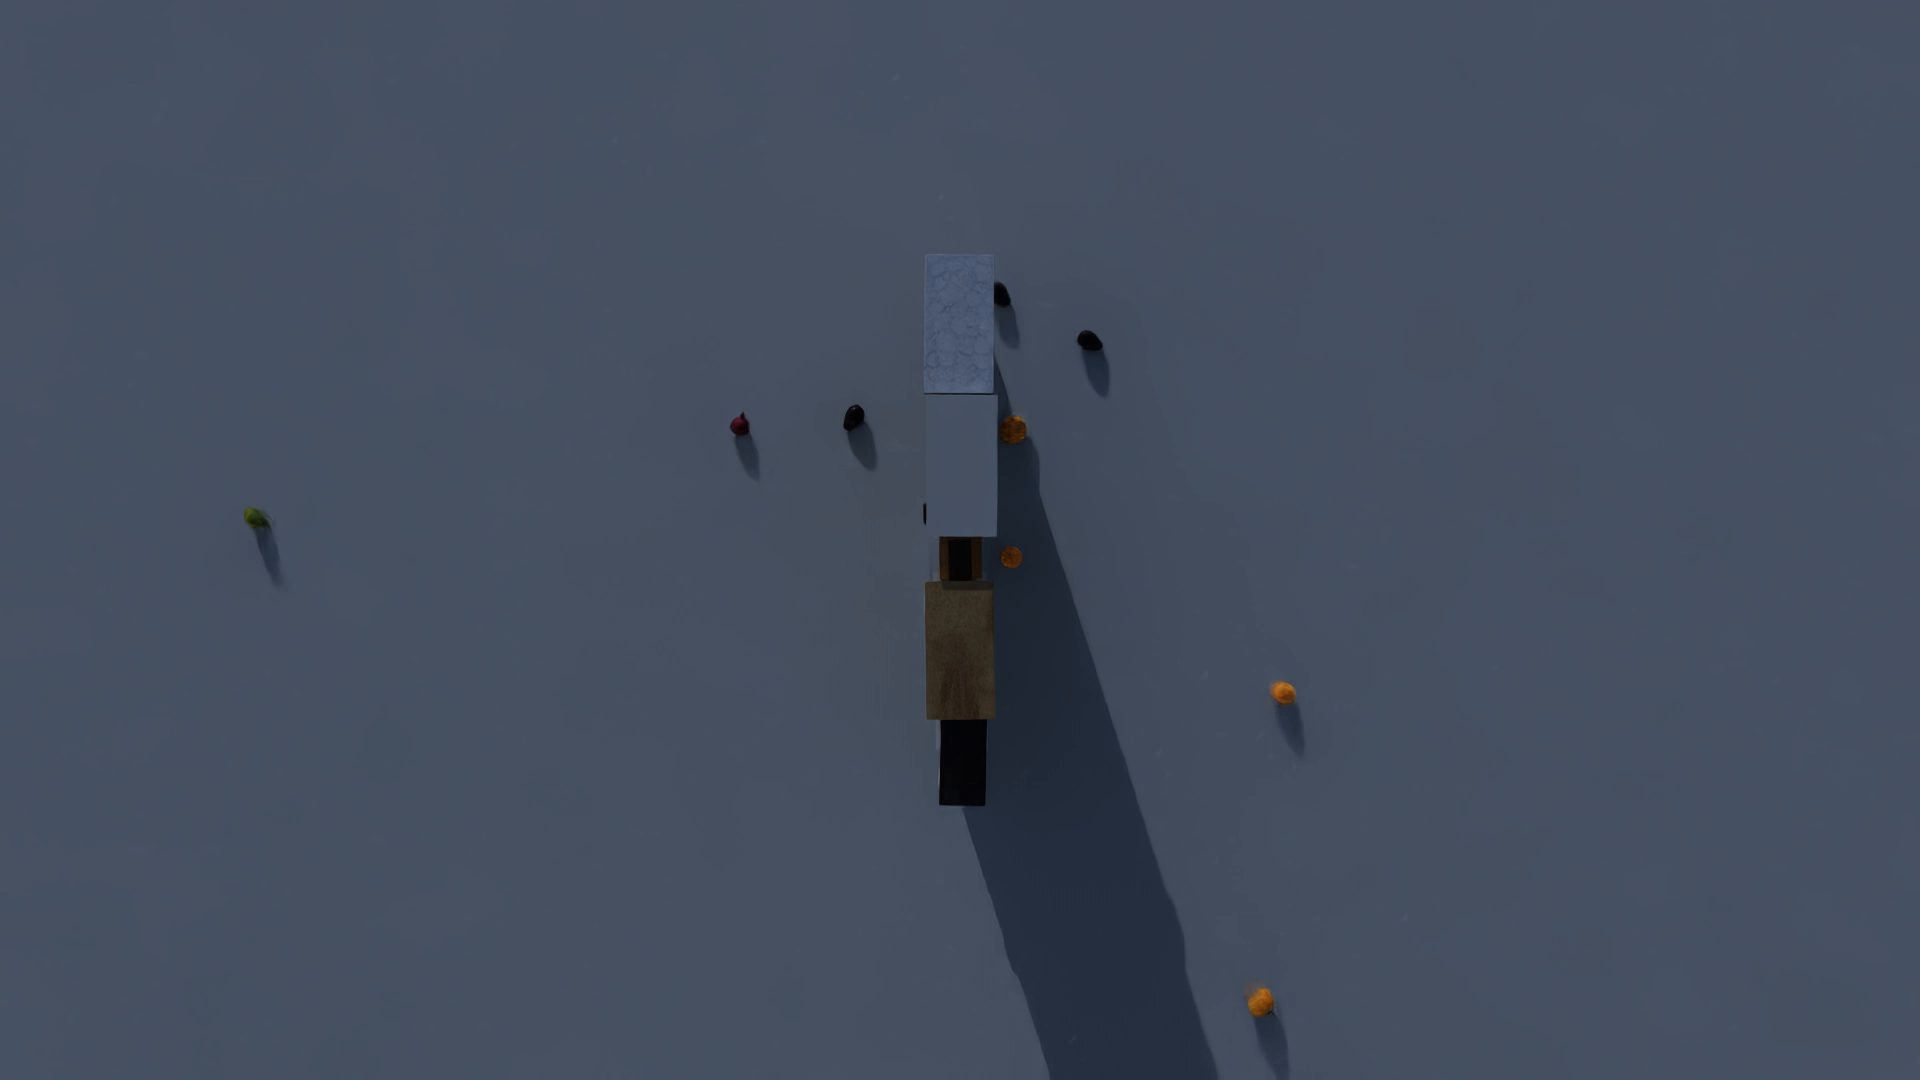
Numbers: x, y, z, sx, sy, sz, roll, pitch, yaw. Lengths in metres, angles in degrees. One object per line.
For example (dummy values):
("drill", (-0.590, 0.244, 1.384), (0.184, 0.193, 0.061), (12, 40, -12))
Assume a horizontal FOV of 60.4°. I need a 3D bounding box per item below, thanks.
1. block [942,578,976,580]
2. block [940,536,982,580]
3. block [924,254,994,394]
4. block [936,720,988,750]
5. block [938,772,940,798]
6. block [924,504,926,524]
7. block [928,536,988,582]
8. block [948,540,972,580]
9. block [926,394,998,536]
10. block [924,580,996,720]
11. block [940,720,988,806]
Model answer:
("block", (-0.003, 0.186, 4.376), (0.095, 0.027, 0.189), (0, 90, 0))
("block", (0.001, -0.010, 4.340), (0.112, 0.032, 0.223), (0, 90, 0))
("block", (-0.002, -0.522, 4.007), (0.168, 0.048, 0.336), (0, 90, 0))
("block", (0.004, 0.418, 4.404), (0.137, 0.039, 0.275), (-1, 89, 0))
("block", (0.002, 0.644, 4.712), (0.116, 1.112, 0.033), (-1, 89, 0))
("block", (-0.004, -0.066, 4.155), (0.169, 0.338, 0.048), (-1, 90, 0))
("block", (-0.004, 0.033, 4.603), (0.166, 0.047, 0.332), (0, 90, 0))
("block", (0.000, 0.057, 4.199), (0.058, 0.017, 0.117), (-1, 90, 0))
("block", (0.005, -0.177, 3.962), (0.169, 0.048, 0.338), (0, 90, 0))
("block", (0.000, 0.266, 4.004), (0.167, 0.047, 0.334), (-1, 90, 0))
("block", (0.008, 0.549, 4.137), (0.116, 0.033, 0.231), (1, 92, 0))
